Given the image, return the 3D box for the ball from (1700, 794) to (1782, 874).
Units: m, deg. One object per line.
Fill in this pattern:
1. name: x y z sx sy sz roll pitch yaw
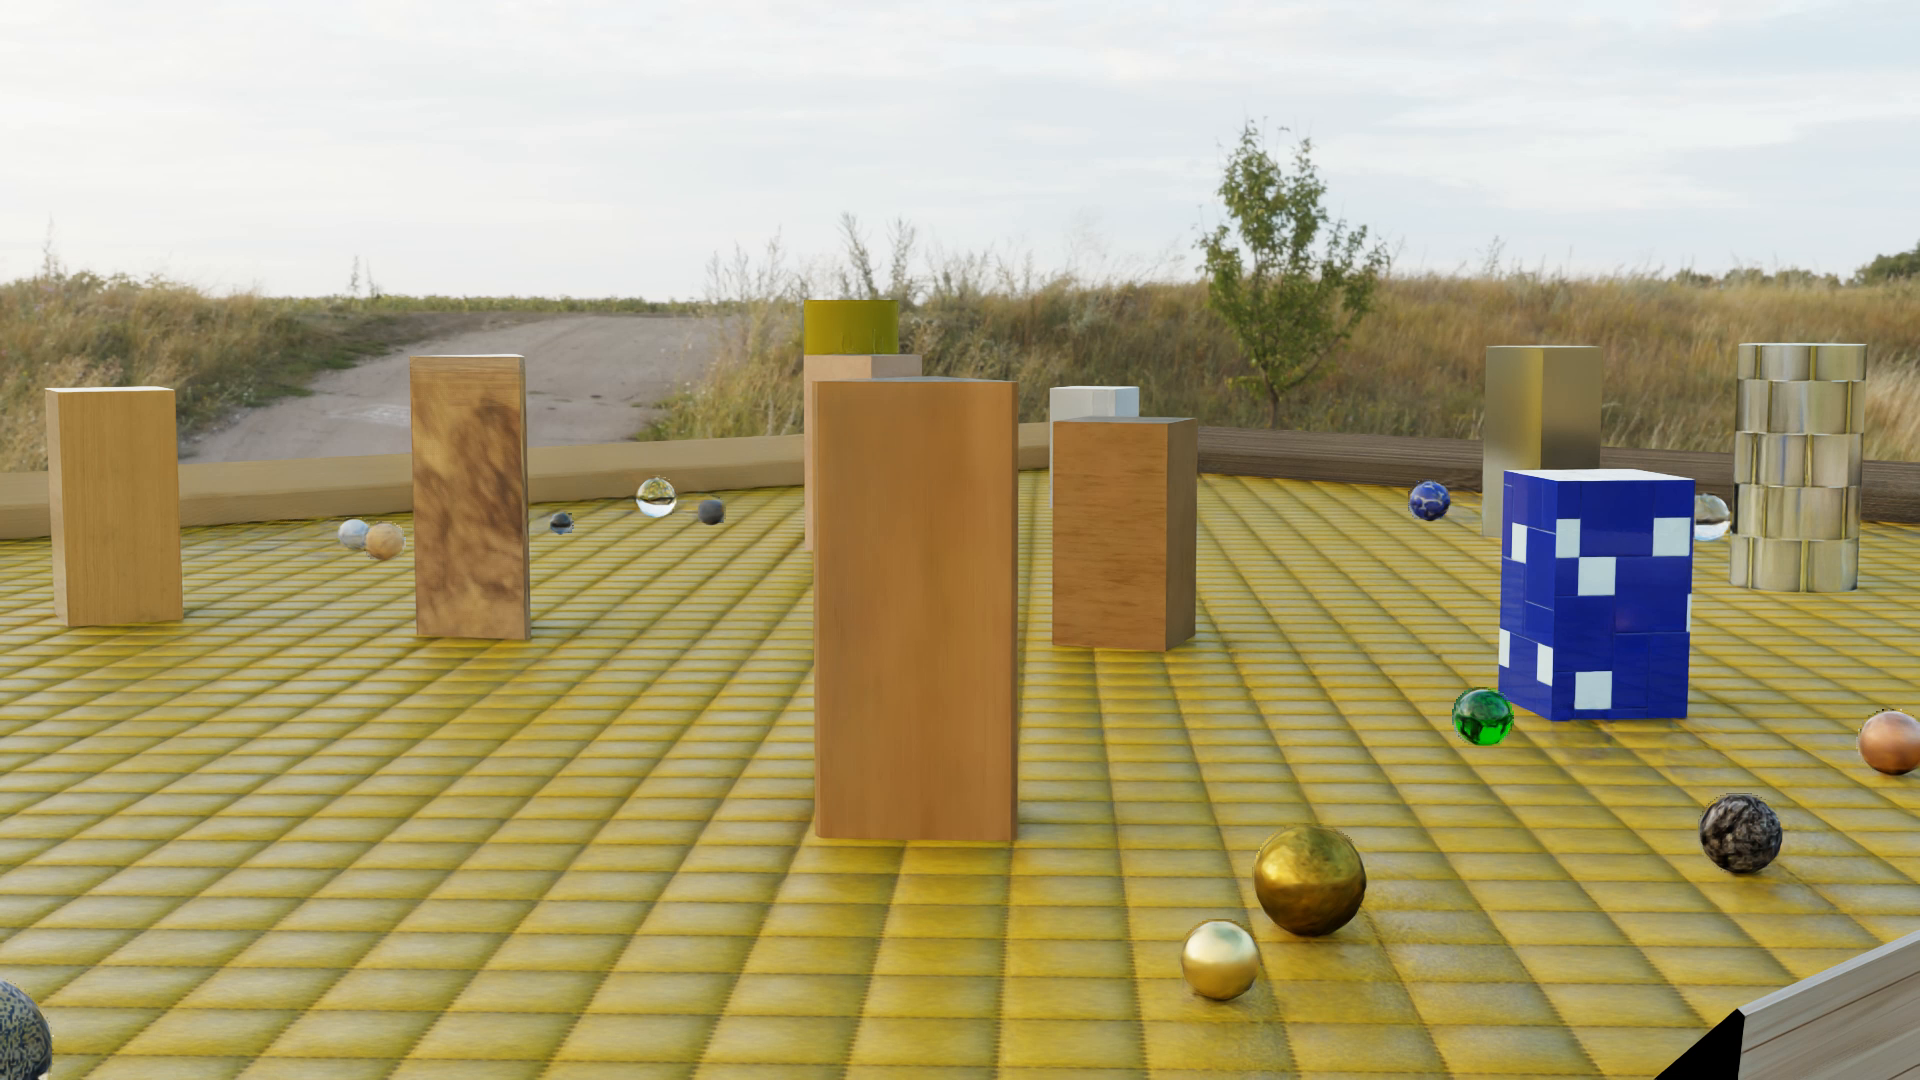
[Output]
1. ball: 0.618 0.233 1.742 0.062 0.062 0.062 0 6 0

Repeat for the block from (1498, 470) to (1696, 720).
1. block: 0.709 0.057 2.461 0.156 0.261 0.156 -1 6 -7

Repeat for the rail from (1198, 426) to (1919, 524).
1. rail: 1.683 -0.129 4.877 0.045 0.126 3.921 -5 8 -42

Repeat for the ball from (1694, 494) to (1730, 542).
1. ball: 1.430 -0.042 4.221 0.092 0.092 0.092 0 6 0

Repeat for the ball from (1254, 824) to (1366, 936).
1. ball: 0.249 0.243 1.568 0.079 0.079 0.079 0 6 0

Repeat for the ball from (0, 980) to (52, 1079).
1. ball: -0.535 0.279 1.183 0.087 0.087 0.087 0 6 0

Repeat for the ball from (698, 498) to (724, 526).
1. ball: -0.515 -0.058 4.545 0.056 0.056 0.056 0 6 0

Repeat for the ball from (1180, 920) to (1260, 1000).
1. ball: 0.168 0.272 1.422 0.051 0.051 0.051 0 6 0

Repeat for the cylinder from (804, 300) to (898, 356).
1. cylinder: -0.222 -0.259 4.504 0.194 0.464 0.194 0 6 0

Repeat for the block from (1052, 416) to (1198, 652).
1. block: 0.223 -0.013 2.956 0.156 0.298 0.156 2 6 20

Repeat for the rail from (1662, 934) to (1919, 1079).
1. rail: 1.314 0.181 1.916 4.628 0.126 0.045 -5 8 -42

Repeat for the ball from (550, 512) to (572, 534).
1. ball: -0.792 -0.033 4.362 0.044 0.044 0.044 0 6 0

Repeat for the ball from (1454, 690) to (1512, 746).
1. ball: 0.536 0.182 2.251 0.057 0.057 0.057 0 6 0

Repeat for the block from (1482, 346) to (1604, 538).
1. block: 1.134 -0.190 4.287 0.156 0.373 0.156 -3 7 -29

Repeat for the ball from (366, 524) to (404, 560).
1. ball: -1.024 0.003 3.911 0.066 0.066 0.066 0 6 0

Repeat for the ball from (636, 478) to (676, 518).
1. ball: -0.652 -0.090 4.717 0.084 0.084 0.084 0 6 0

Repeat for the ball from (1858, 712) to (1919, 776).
1. ball: 0.895 0.195 2.108 0.061 0.061 0.061 0 6 0

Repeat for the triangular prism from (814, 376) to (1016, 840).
1. triangular prism: -0.032 0.053 1.909 0.168 0.385 0.146 0 6 4

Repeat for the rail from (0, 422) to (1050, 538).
1. rail: -1.314 -0.116 4.748 4.628 0.126 0.045 -5 8 -42

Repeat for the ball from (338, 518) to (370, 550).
1. ball: -1.126 -0.011 4.088 0.057 0.057 0.057 0 6 0

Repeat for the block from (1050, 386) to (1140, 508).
1. block: 0.304 -0.209 4.965 0.156 0.269 0.156 3 7 24

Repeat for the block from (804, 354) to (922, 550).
1. block: -0.179 -0.162 4.079 0.156 0.361 0.156 4 7 35

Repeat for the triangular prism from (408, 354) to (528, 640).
1. triangular prism: -0.648 -0.065 3.050 0.168 0.381 0.146 2 6 14

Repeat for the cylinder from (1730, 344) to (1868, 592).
1. cylinder: 1.349 -0.120 3.543 0.194 0.389 0.194 0 6 0

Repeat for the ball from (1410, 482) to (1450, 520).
1. ball: 0.993 -0.082 4.645 0.084 0.084 0.084 0 6 0

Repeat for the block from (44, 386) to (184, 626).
1. block: -1.225 -0.053 3.182 0.156 0.330 0.156 -3 7 -29
